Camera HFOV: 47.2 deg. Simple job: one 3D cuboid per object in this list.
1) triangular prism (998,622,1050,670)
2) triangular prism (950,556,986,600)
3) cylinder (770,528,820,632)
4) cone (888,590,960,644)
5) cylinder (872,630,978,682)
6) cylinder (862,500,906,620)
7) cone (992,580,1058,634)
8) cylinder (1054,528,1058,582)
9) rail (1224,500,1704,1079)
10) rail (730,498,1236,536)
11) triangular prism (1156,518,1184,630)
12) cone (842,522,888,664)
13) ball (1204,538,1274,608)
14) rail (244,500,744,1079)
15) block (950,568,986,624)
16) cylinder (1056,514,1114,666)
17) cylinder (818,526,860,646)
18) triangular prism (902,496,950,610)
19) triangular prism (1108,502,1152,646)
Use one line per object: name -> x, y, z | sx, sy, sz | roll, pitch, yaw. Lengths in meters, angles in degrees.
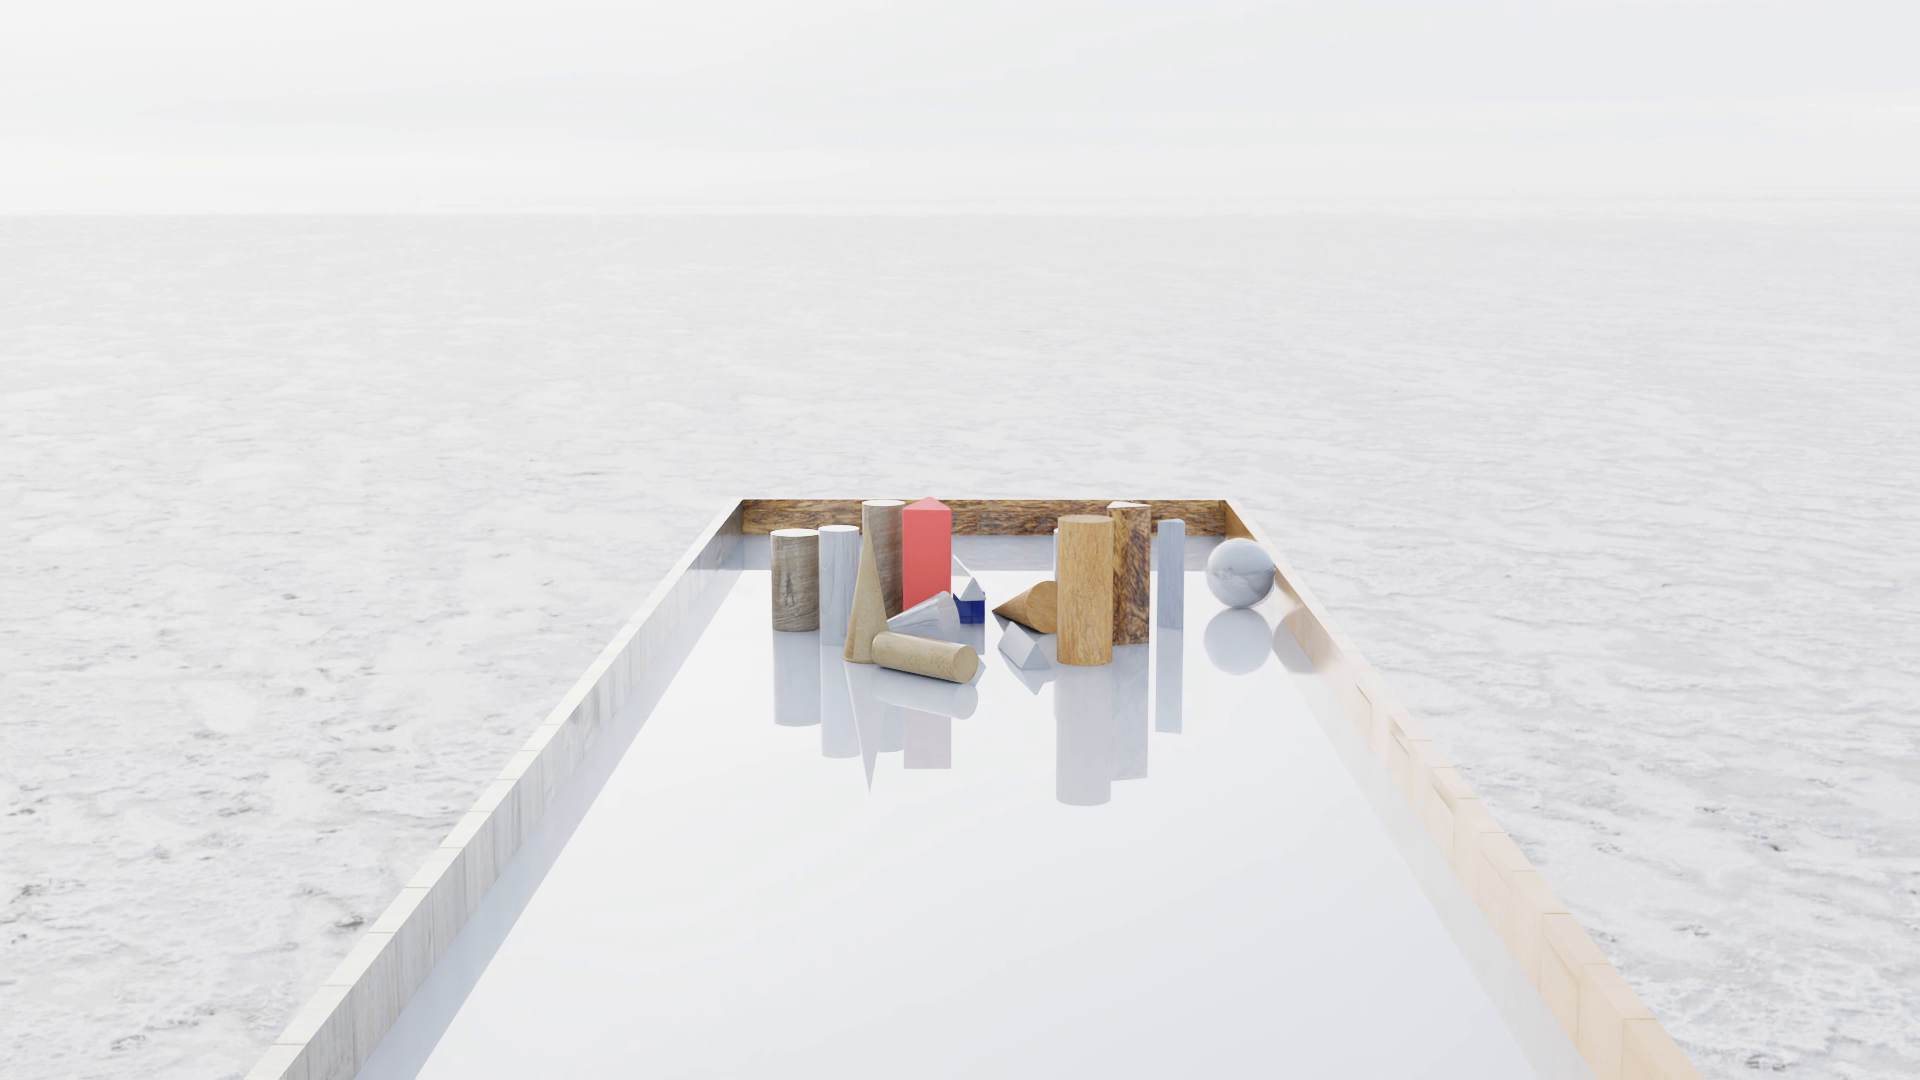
triangular prism -> 0.194, 0.320, 6.727 | 0.090, 0.078, 0.348 | -2, 9, -11
triangular prism -> 0.010, 0.122, 7.294 | 0.087, 0.076, 0.435 | -1, 9, -9
cylinder -> -0.534, 0.131, 7.178 | 0.164, 0.314, 0.164 | 0, 9, 0
cone -> -0.189, 0.280, 6.971 | 0.340, 0.176, 0.176 | -12, 4, 21
cylinder -> -0.106, 0.343, 6.494 | 0.334, 0.110, 0.110 | 8, 12, 42
cylinder -> -0.248, 0.081, 7.191 | 0.140, 0.409, 0.140 | 0, 9, 0
cone -> 0.197, 0.229, 7.296 | 0.172, 0.172, 0.430 | -4, -1, -26
cylinder -> 0.384, 0.123, 7.236 | 0.153, 0.312, 0.153 | 0, 9, 0
rail -> 1.046, 0.843, 3.208 | 0.050, 0.150, 12.000 | 0, 9, 1
rail -> 0.099, -0.098, 9.147 | 2.100, 0.150, 0.050 | 0, 9, 1
triangular prism -> 0.701, 0.109, 7.199 | 0.091, 0.351, 0.079 | 4, 10, 23
cone -> -0.279, 0.149, 6.689 | 0.158, 0.432, 0.158 | 0, 9, 0
ball -> 0.958, 0.113, 7.533 | 0.239, 0.239, 0.239 | 0, 9, 0
rail -> -1.004, 0.839, 3.234 | 0.050, 0.150, 12.000 | 0, 9, 1
block -> 0.002, 0.188, 7.477 | 0.108, 0.108, 0.450 | -1, 9, -7
cylinder -> 0.380, 0.151, 6.665 | 0.169, 0.435, 0.169 | 0, 9, 0
cylinder -> -0.381, 0.143, 6.943 | 0.127, 0.364, 0.127 | 0, 9, 0
triangular prism -> -0.101, 0.083, 7.061 | 0.151, 0.427, 0.131 | 1, 20, 3
triangular prism -> 0.510, 0.103, 6.956 | 0.146, 0.439, 0.126 | -3, 9, -17
